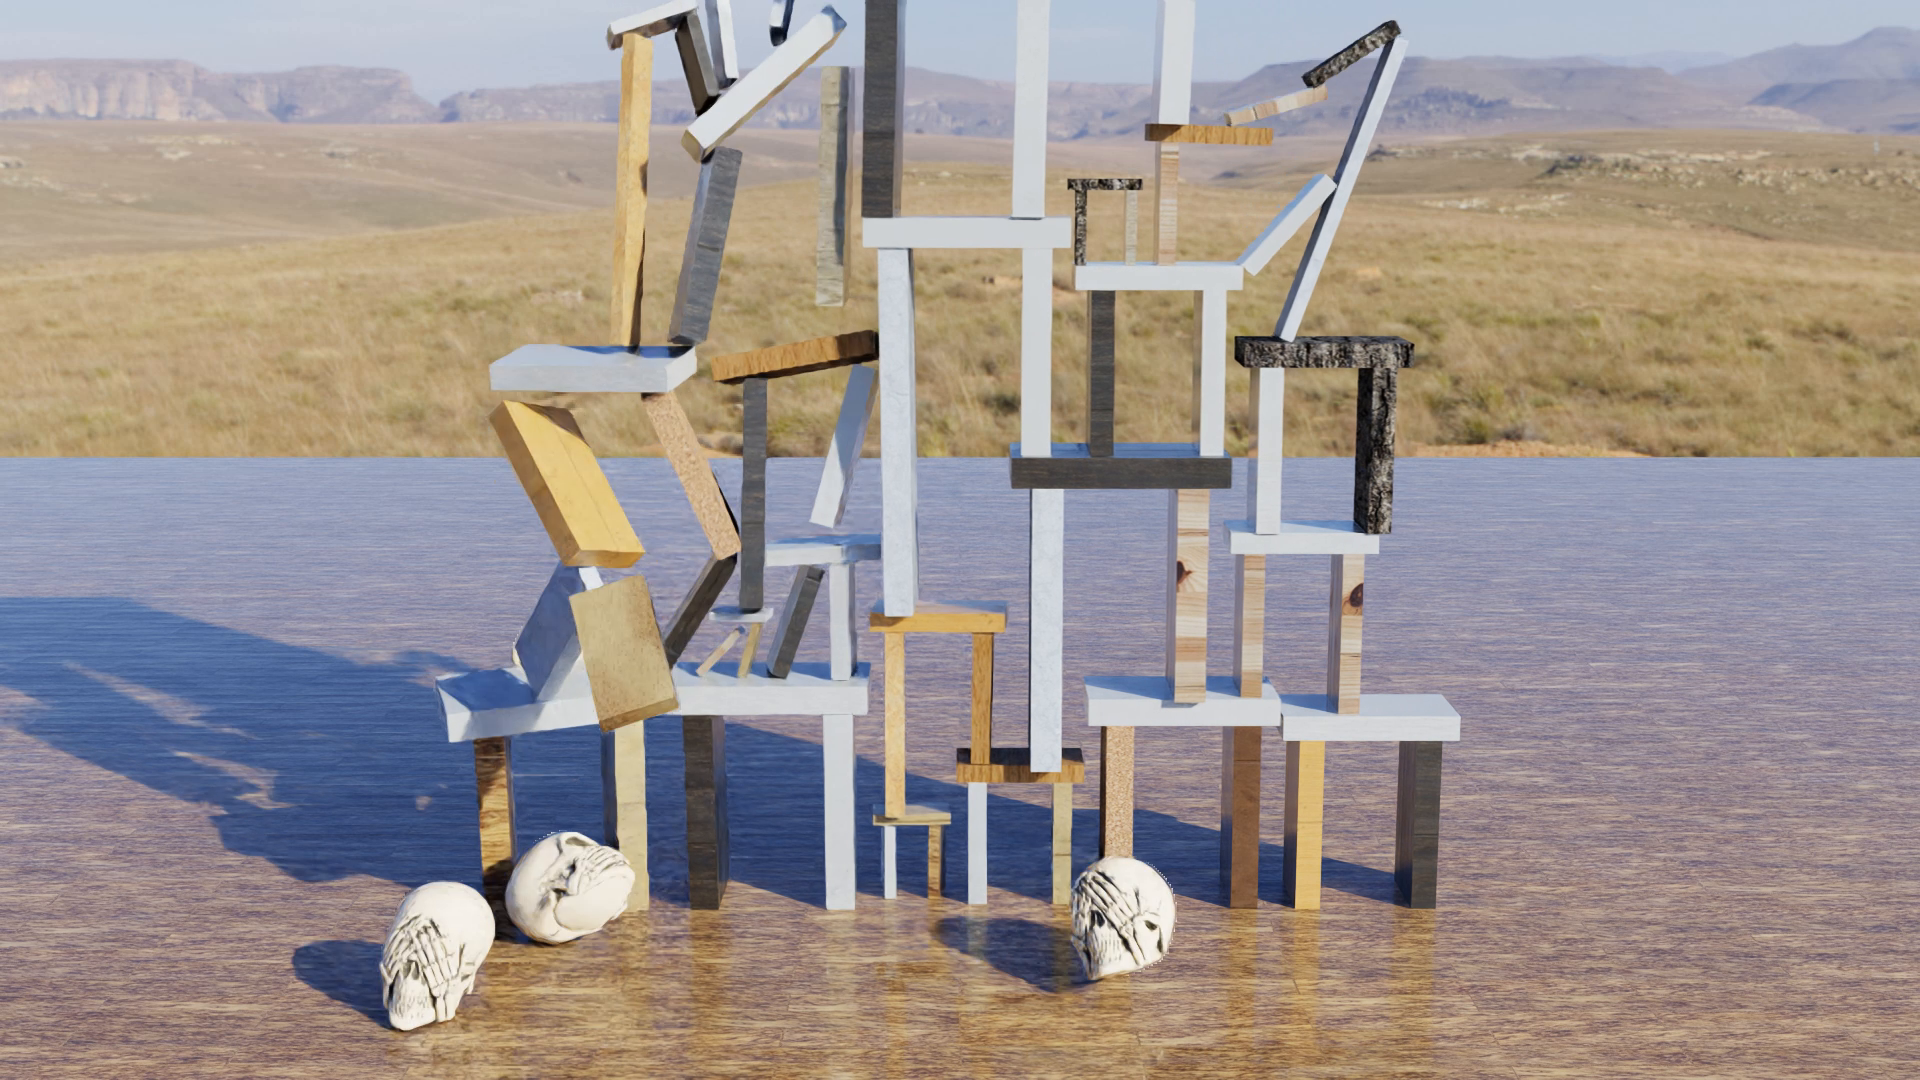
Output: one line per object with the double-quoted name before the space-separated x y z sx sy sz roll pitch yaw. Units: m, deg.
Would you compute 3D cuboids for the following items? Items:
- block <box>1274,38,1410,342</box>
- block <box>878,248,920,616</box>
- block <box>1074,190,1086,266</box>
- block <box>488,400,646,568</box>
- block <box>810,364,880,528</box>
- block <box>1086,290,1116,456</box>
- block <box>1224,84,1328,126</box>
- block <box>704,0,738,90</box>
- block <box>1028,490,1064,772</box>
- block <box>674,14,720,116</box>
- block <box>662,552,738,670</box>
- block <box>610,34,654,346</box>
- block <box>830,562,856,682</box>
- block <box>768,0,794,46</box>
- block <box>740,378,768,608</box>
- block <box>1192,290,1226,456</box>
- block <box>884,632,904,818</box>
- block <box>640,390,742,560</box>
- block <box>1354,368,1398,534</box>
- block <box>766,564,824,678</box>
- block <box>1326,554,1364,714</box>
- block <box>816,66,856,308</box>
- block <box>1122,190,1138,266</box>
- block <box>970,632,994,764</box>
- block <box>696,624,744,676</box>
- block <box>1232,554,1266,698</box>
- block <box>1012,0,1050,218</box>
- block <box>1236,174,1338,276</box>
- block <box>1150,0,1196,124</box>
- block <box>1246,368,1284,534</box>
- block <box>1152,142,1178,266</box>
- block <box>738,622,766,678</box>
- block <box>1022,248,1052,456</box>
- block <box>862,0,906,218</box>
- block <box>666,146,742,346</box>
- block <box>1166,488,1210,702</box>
"block" 0.597 -0.549 3.455 0.022 0.491 0.077 20 10 -3
"block" -0.098 -0.180 3.546 0.046 0.585 0.162 0 10 3
"block" 0.190 -0.494 3.468 0.016 0.116 0.058 0 10 1
"block" -0.613 -0.086 3.425 0.041 0.288 0.144 -42 -24 25
"block" -0.185 -0.156 3.601 0.037 0.265 0.132 16 4 2
"block" 0.224 -0.273 3.512 0.037 0.260 0.130 0 10 0
"block" 0.492 -0.678 3.434 0.154 0.022 0.077 -16 10 3
"block" -0.375 -0.787 3.458 0.020 0.141 0.071 -6 -2 -20
"block" 0.139 0.131 3.579 0.049 0.461 0.173 0 10 0
"block" -0.414 -0.748 3.466 0.020 0.141 0.071 -11 -12 -25
"block" -0.436 0.117 3.572 0.032 0.228 0.114 31 11 -11
"block" -0.516 -0.546 3.454 0.020 0.480 0.071 4 4 16
"block" -0.191 0.127 3.591 0.027 0.188 0.094 1 12 6
"block" -0.276 -0.862 3.481 0.020 0.141 0.071 10 -13 2
"block" -0.337 -0.075 3.590 0.037 0.370 0.132 1 0 -5
"block" 0.397 -0.273 3.512 0.037 0.260 0.130 0 10 0
"block" -0.107 0.293 3.621 0.031 0.309 0.109 0 10 -1
"block" -0.429 -0.121 3.507 0.041 0.288 0.144 -24 19 -1
"block" 0.666 -0.152 3.533 0.037 0.265 0.132 0 11 0
"block" -0.271 0.126 3.609 0.027 0.188 0.094 18 7 -13
"block" 0.628 0.141 3.586 0.033 0.264 0.118 0 11 0
"block" -0.198 -0.565 3.510 0.042 0.371 0.149 2 11 1
"block" 0.268 -0.494 3.468 0.016 0.116 0.058 0 10 0
"block" 0.036 0.248 3.611 0.031 0.218 0.109 1 10 2
"block" -0.392 0.181 3.601 0.014 0.095 0.048 43 10 -5
"block" 0.471 0.127 3.584 0.033 0.236 0.118 0 11 0
"block" 0.112 -0.682 3.445 0.049 0.346 0.173 2 10 3
"block" 0.514 -0.498 3.474 0.027 0.190 0.095 42 8 -7
"block" 0.338 -0.933 3.386 0.046 0.575 0.162 2 10 0
"block" 0.490 -0.152 3.534 0.037 0.265 0.132 0 11 1
"block" 0.324 -0.531 3.466 0.027 0.190 0.095 0 10 0
"block" -0.340 0.174 3.593 0.014 0.095 0.048 18 13 4
"block" 0.122 -0.306 3.510 0.046 0.324 0.162 0 10 2
"block" -0.119 -0.685 3.460 0.049 0.346 0.173 2 10 3
"block" -0.401 -0.457 3.444 0.042 0.297 0.148 11 -2 -15
"block" 0.368 0.074 3.569 0.049 0.346 0.173 0 10 0
